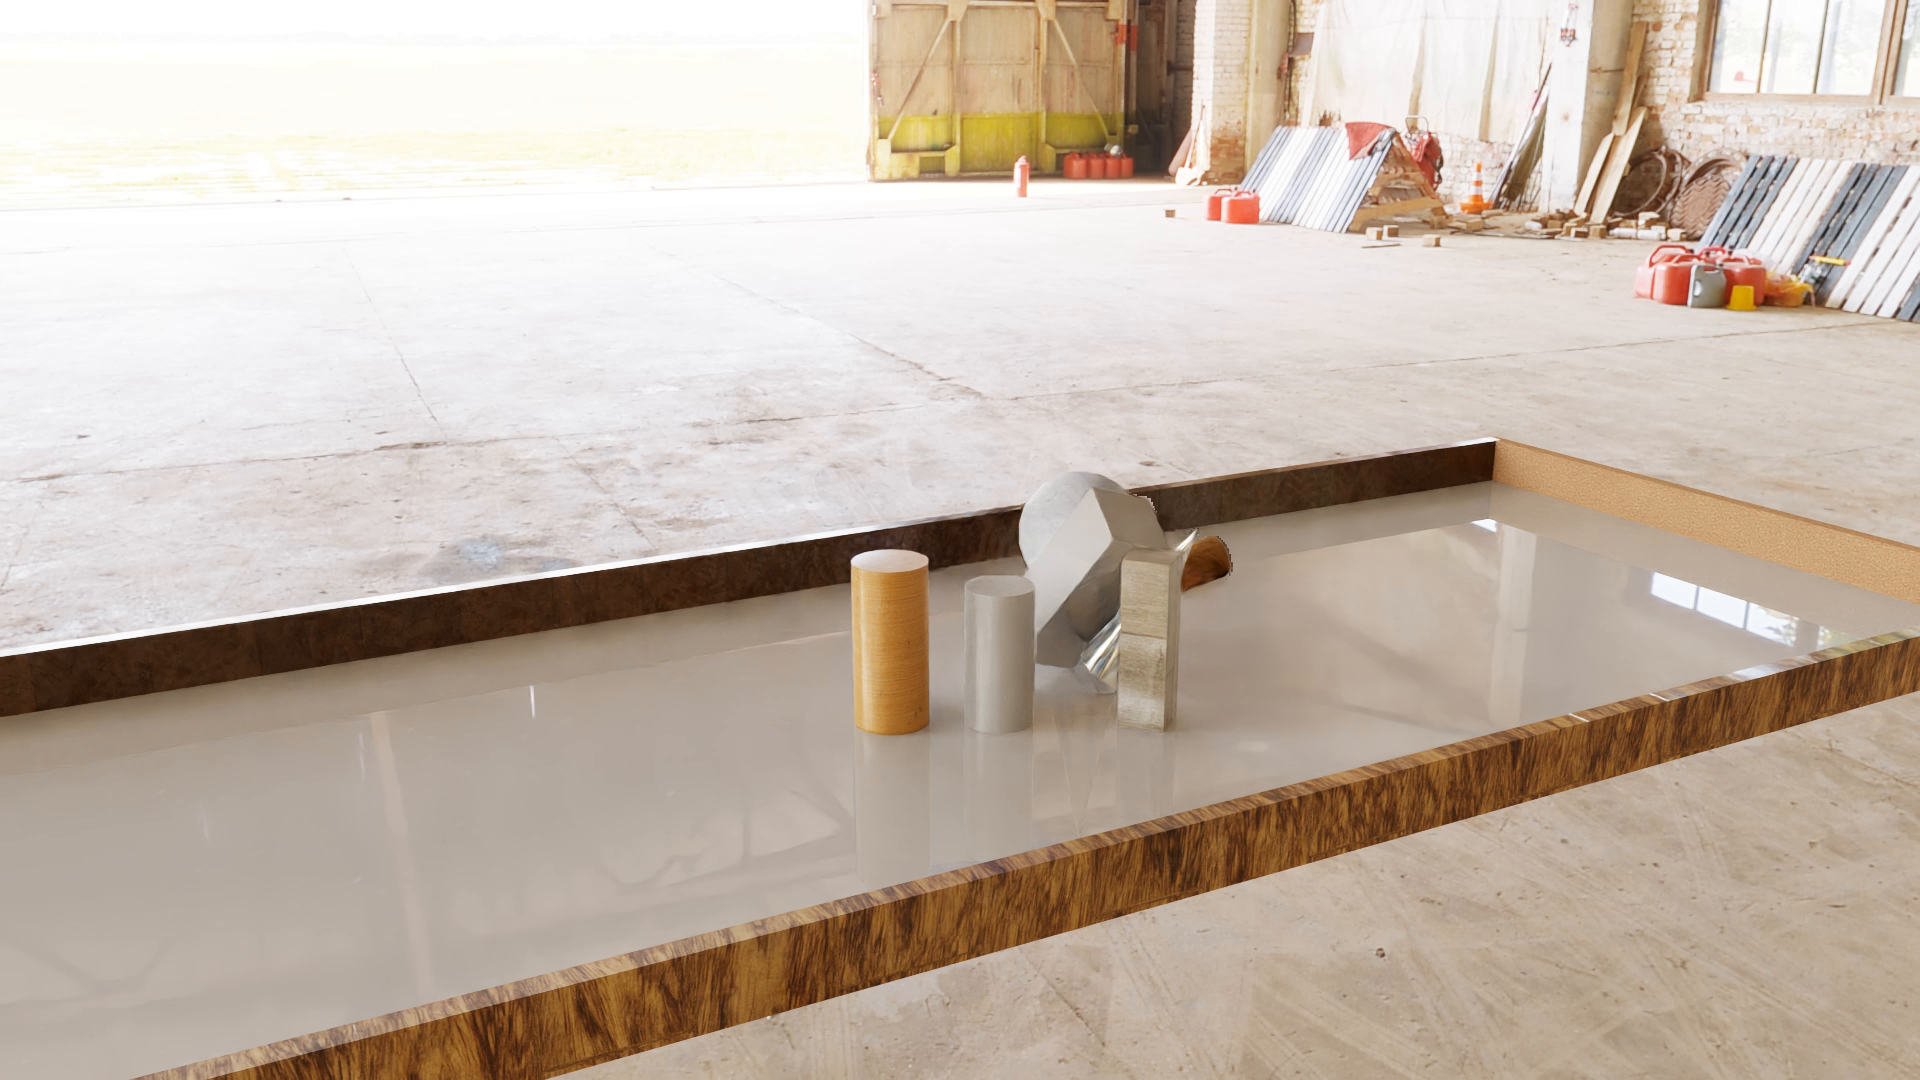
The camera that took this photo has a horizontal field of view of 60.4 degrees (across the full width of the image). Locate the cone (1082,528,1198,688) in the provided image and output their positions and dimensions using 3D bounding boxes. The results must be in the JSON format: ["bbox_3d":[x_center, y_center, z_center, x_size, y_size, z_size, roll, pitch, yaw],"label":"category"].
[{"bbox_3d":[0.474,0.145,4.022,0.176,0.443,0.176,22,27,-12],"label":"cone"}]

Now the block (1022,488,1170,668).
[{"bbox_3d":[0.303,0.101,4.104,0.174,0.460,0.174,11,42,-31],"label":"block"}]

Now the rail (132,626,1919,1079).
[{"bbox_3d":[-2.336,1.006,1.665,12.000,0.150,0.050,-9,18,-27],"label":"rail"}]

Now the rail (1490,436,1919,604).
[{"bbox_3d":[2.466,-0.048,5.253,0.050,0.150,2.100,-9,18,-27],"label":"rail"}]

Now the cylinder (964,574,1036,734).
[{"bbox_3d":[0.092,0.265,3.858,0.165,0.335,0.165,0,16,0],"label":"cylinder"}]

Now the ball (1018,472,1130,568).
[{"bbox_3d":[0.344,-0.018,4.719,0.356,0.356,0.356,0,16,0],"label":"ball"}]

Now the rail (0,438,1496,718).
[{"bbox_3d":[-3.305,0.497,3.399,12.000,0.150,0.050,-9,18,-27],"label":"rail"}]

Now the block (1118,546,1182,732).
[{"bbox_3d":[0.442,0.232,3.843,0.112,0.408,0.112,7,18,22],"label":"block"}]

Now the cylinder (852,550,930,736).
[{"bbox_3d":[-0.161,0.237,3.845,0.179,0.396,0.179,0,16,0],"label":"cylinder"}]

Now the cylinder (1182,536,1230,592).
[{"bbox_3d":[0.551,0.098,4.449,0.343,0.114,0.114,-19,22,-17],"label":"cylinder"}]
